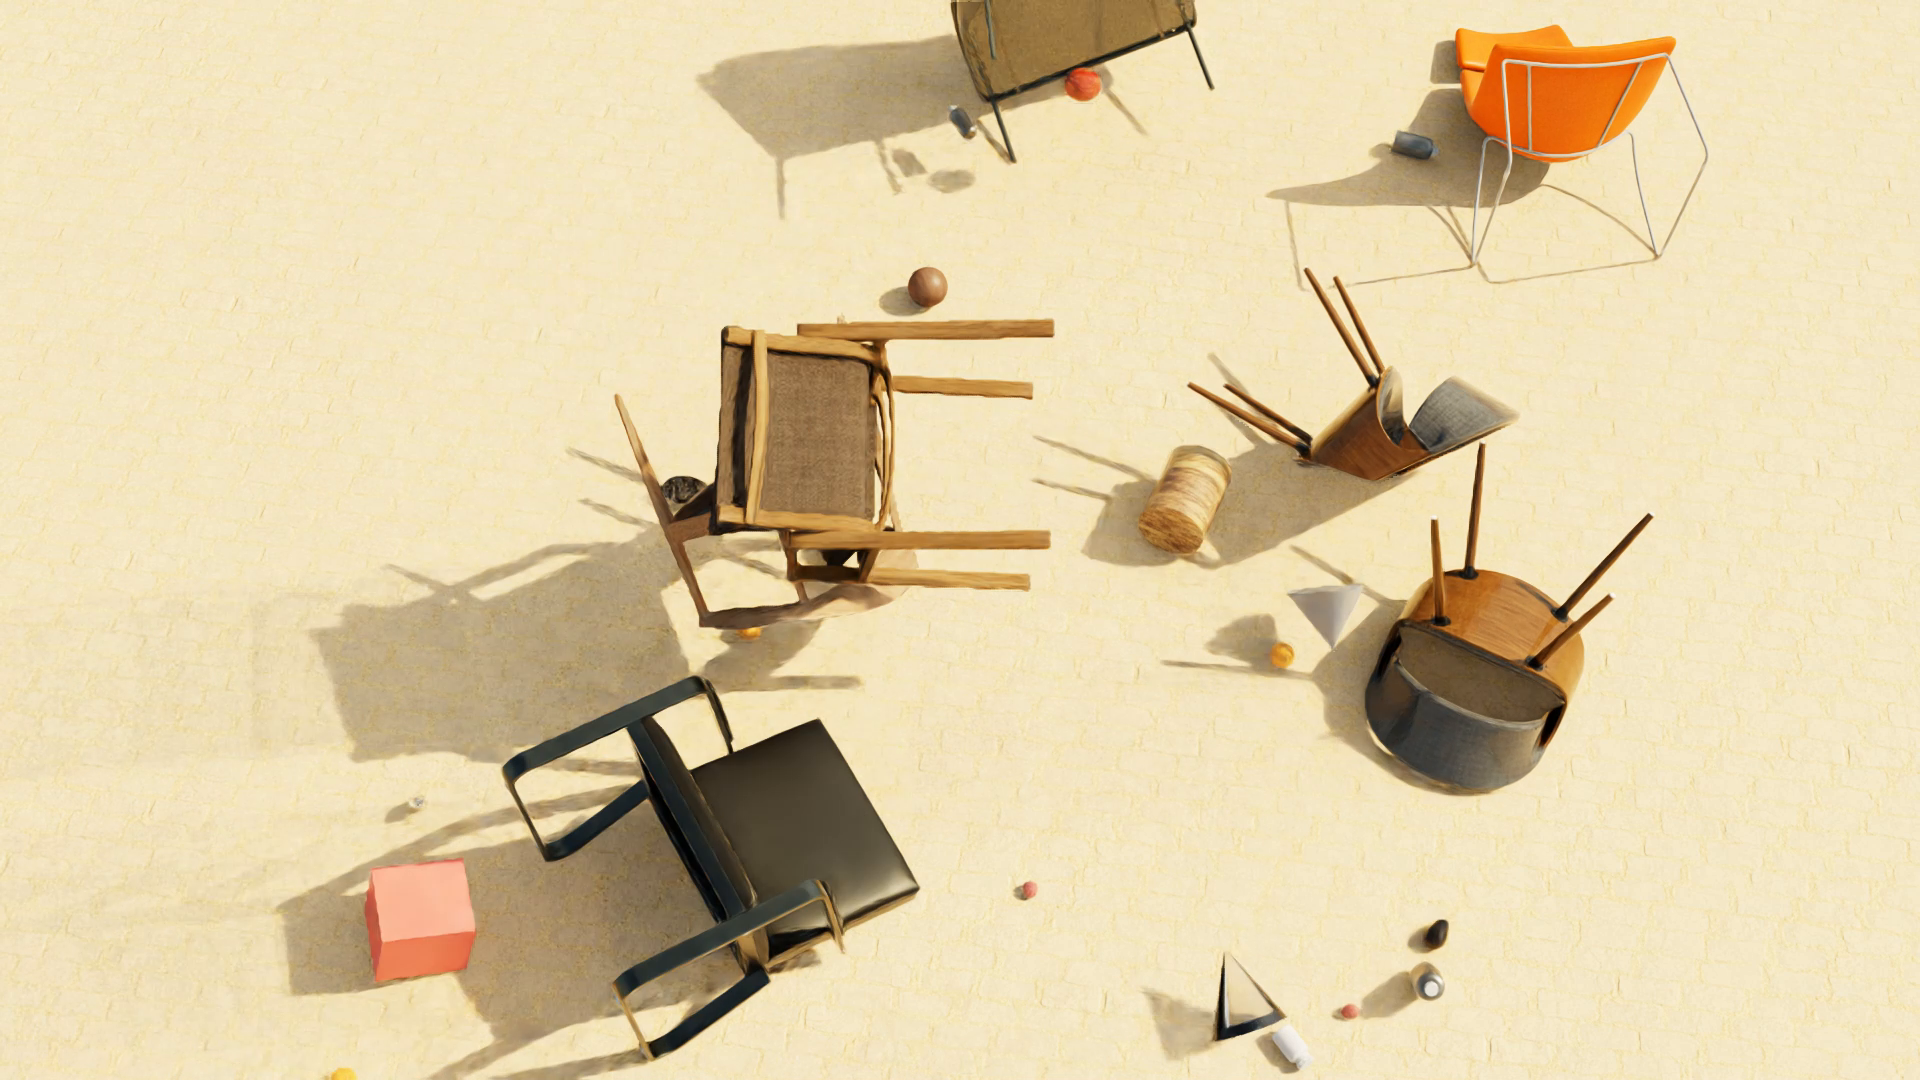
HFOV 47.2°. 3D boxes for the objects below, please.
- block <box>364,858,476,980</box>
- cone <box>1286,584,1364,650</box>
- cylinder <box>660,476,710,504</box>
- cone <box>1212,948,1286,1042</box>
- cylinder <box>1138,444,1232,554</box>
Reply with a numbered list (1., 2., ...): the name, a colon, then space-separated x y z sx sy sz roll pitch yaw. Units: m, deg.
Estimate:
1. block: -1.412 0.991 5.741 0.235 0.220 0.212 -4 54 -23
2. cone: 1.046 0.225 6.232 0.170 0.249 0.175 -9 93 -43
3. cylinder: -0.827 -0.151 6.614 0.139 0.052 0.076 -2 76 25
4. cone: 0.710 1.147 5.635 0.212 0.135 0.214 -16 86 -16
5. cylinder: 0.669 -0.121 6.522 0.197 0.224 0.249 30 59 -3
